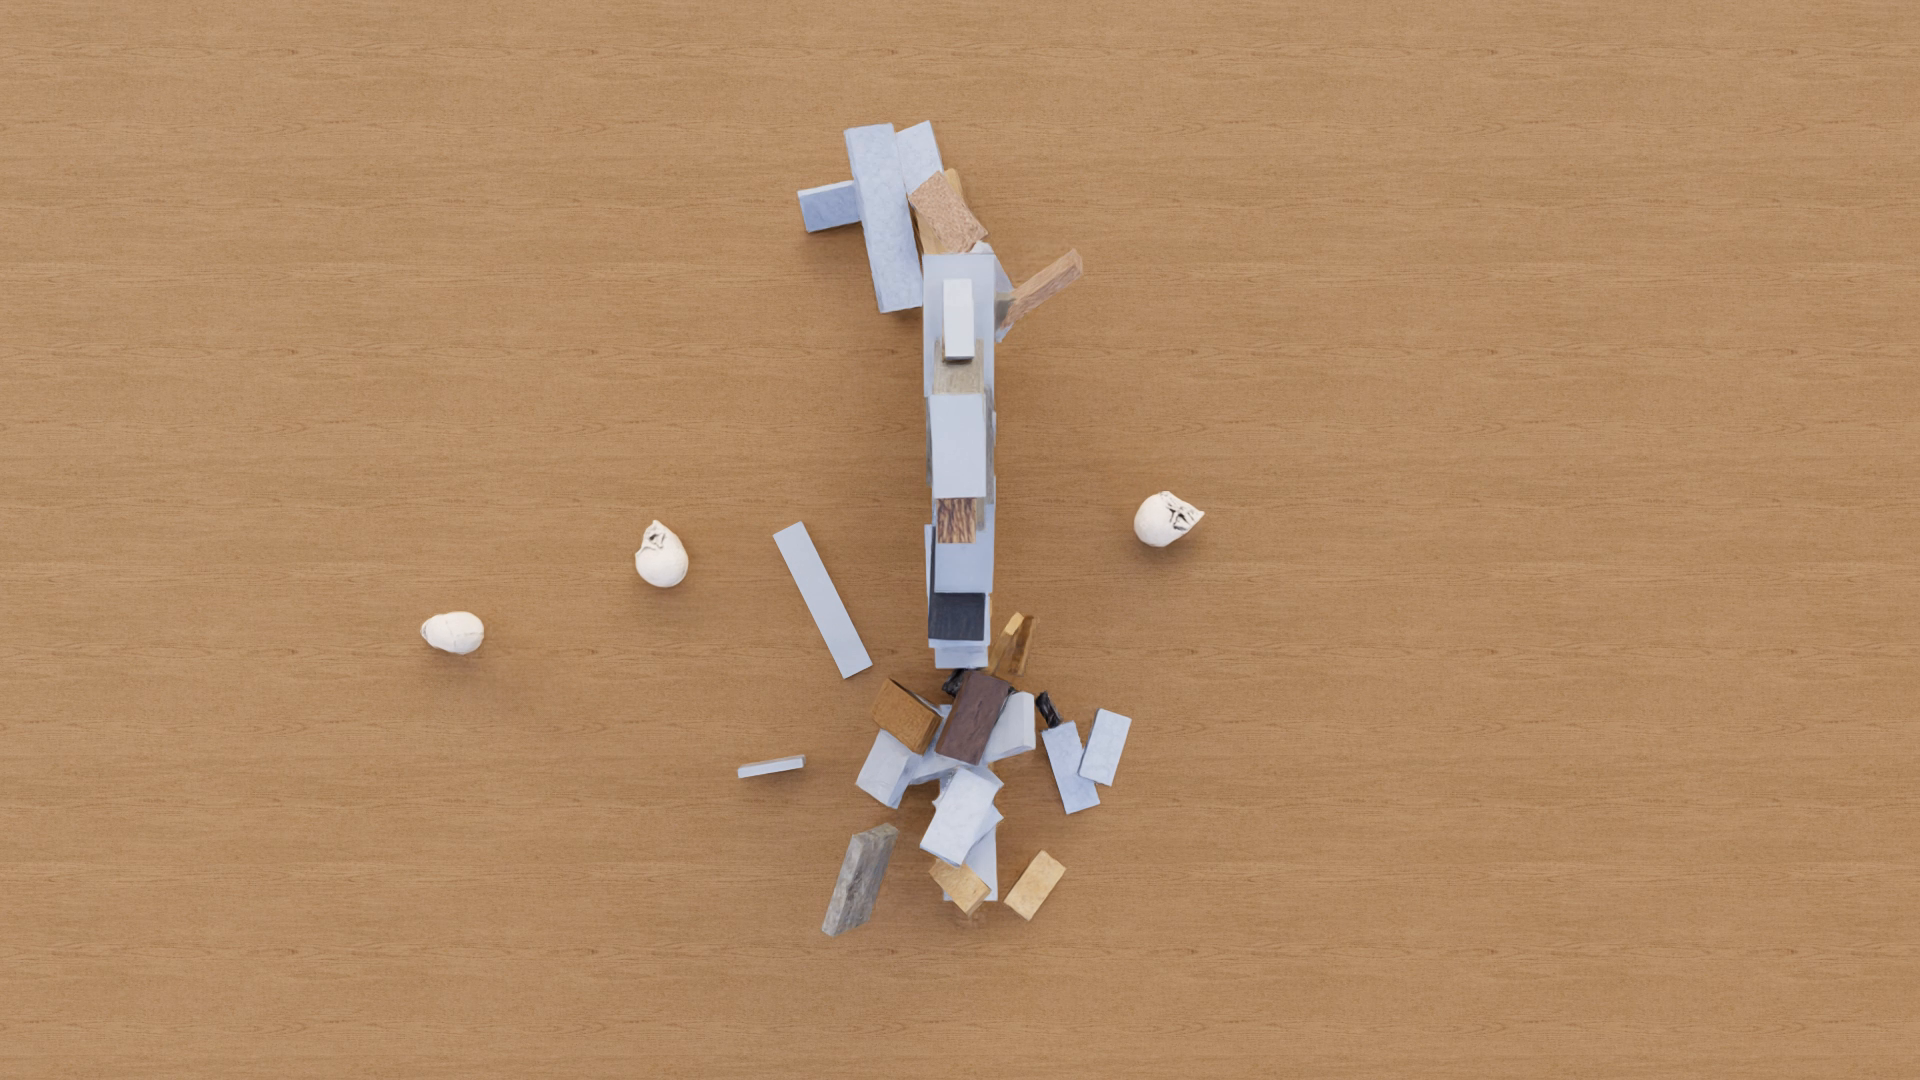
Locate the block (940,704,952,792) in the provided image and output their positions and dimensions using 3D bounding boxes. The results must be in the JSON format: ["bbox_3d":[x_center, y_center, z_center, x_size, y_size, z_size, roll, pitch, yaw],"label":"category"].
[{"bbox_3d":[0.019,0.714,5.432,0.172,0.049,0.345,0,75,0],"label":"block"}]

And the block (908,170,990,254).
[{"bbox_3d":[-0.038,-1.037,5.280,0.132,0.037,0.264,-39,81,14],"label":"block"}]

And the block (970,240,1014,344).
[{"bbox_3d":[0.092,-0.781,5.215,0.043,0.307,0.153,21,68,38],"label":"block"}]

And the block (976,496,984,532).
[{"bbox_3d":[0.014,-0.095,4.127,0.095,0.191,0.027,0,132,0],"label":"block"}]

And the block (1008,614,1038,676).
[{"bbox_3d":[0.203,0.335,5.297,0.016,0.057,0.197,20,82,-29],"label":"block"}]

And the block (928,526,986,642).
[{"bbox_3d":[-0.006,0.117,4.404,0.149,0.042,0.299,2,89,0],"label":"block"}]

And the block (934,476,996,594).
[{"bbox_3d":[0.013,-0.015,4.332,0.153,0.043,0.305,1,101,0],"label":"block"}]

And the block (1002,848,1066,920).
[{"bbox_3d":[0.246,1.142,5.461,0.106,0.030,0.212,38,77,0],"label":"block"}]

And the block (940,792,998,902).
[{"bbox_3d":[0.028,0.986,5.314,0.172,0.049,0.345,-2,77,0],"label":"block"}]

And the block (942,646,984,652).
[{"bbox_3d":[0.007,0.289,4.989,0.130,0.283,0.037,0,73,0],"label":"block"}]

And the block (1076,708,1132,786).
[{"bbox_3d":[0.477,0.685,5.463,0.116,0.033,0.232,19,84,-8],"label":"block"}]

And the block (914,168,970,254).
[{"bbox_3d":[-0.055,-1.036,5.364,0.158,0.045,0.316,-15,76,14],"label":"block"}]

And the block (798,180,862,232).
[{"bbox_3d":[-0.391,-1.110,5.446,0.264,0.037,0.132,-12,126,0],"label":"block"}]

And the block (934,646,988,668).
[{"bbox_3d":[0.001,0.236,5.152,0.162,0.046,0.324,-2,90,0],"label":"block"}]

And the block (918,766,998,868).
[{"bbox_3d":[-0.003,0.863,5.151,0.140,0.040,0.281,27,66,2],"label":"block"}]

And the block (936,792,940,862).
[{"bbox_3d":[0.015,0.927,5.425,0.172,0.049,0.345,1,73,1],"label":"block"}]

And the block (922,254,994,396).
[{"bbox_3d":[-0.003,-0.543,4.174,0.178,0.050,0.356,0,103,1],"label":"block"}]

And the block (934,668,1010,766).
[{"bbox_3d":[0.040,0.552,5.149,0.140,0.040,0.281,20,95,-24],"label":"block"}]

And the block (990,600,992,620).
[{"bbox_3d":[0.005,0.214,4.952,0.176,0.353,0.050,0,85,0],"label":"block"}]

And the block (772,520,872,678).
[{"bbox_3d":[-0.456,0.199,5.485,0.106,0.030,0.533,-26,90,0],"label":"block"}]

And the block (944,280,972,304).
[{"bbox_3d":[-0.007,-0.577,4.097,0.071,0.020,0.141,0,74,1],"label":"block"}]

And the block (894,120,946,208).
[{"bbox_3d":[-0.127,-1.225,5.378,0.132,0.037,0.264,-18,72,13],"label":"block"}]

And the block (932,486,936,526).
[{"bbox_3d":[0.001,-0.185,4.524,0.155,0.044,0.310,0,91,0],"label":"block"}]

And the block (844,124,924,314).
[{"bbox_3d":[-0.239,-1.040,5.340,0.153,0.043,0.590,-14,98,-24],"label":"block"}]

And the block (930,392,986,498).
[{"bbox_3d":[-0.004,-0.224,3.908,0.122,0.035,0.245,-2,104,1],"label":"block"}]

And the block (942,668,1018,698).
[{"bbox_3d":[0.085,0.508,5.444,0.259,0.037,0.130,33,72,8],"label":"block"}]

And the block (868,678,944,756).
[{"bbox_3d":[-0.181,0.575,5.380,0.040,0.281,0.140,25,94,-43],"label":"block"}]

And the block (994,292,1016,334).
[{"bbox_3d":[0.061,-0.608,4.820,0.035,0.124,0.248,40,118,17],"label":"block"}]

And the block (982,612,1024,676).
[{"bbox_3d":[0.135,0.353,5.377,0.033,0.116,0.232,30,126,7],"label":"block"}]

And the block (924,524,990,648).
[{"bbox_3d":[-0.007,0.129,4.750,0.176,0.050,0.353,-2,89,0],"label":"block"}]

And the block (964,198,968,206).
[{"bbox_3d":[-0.033,-0.952,5.397,0.158,0.045,0.316,-11,80,15],"label":"block"}]

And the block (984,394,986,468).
[{"bbox_3d":[0.002,-0.266,4.039,0.122,0.245,0.035,-1,132,1],"label":"block"}]

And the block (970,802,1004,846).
[{"bbox_3d":[0.023,0.904,5.197,0.211,0.030,0.105,-40,87,-15],"label":"block"}]

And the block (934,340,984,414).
[{"bbox_3d":[-0.003,-0.390,4.037,0.122,0.304,0.035,0,131,1],"label":"block"}]

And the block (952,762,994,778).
[{"bbox_3d":[0.041,0.759,5.338,0.130,0.037,0.259,1,59,2],"label":"block"}]

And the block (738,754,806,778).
[{"bbox_3d":[-0.620,0.746,5.447,0.212,0.106,0.030,-10,90,0],"label":"block"}]

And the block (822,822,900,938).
[{"bbox_3d":[-0.315,1.077,5.228,0.050,0.177,0.354,30,112,30],"label":"block"}]

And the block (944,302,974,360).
[{"bbox_3d":[-0.002,-0.514,4.058,0.071,0.020,0.141,-2,74,0],"label":"block"}]

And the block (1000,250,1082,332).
[{"bbox_3d":[0.240,-0.773,5.097,0.307,0.153,0.043,-33,111,19],"label":"block"}]

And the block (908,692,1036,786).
[{"bbox_3d":[0.026,0.640,5.289,0.513,0.050,0.177,-23,56,37],"label":"block"}]

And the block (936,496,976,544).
[{"bbox_3d":[-0.008,-0.087,4.014,0.095,0.027,0.191,0,104,-1],"label":"block"}]

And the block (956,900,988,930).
[{"bbox_3d":[0.033,1.188,5.465,0.098,0.028,0.196,-5,100,2],"label":"block"}]

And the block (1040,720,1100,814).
[{"bbox_3d":[0.367,0.755,5.484,0.116,0.033,0.288,-17,90,0],"label":"block"}]

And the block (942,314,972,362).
[{"bbox_3d":[-0.008,-0.504,4.098,0.071,0.020,0.141,0,56,1],"label":"block"}]

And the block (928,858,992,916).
[{"bbox_3d":[-0.001,1.075,5.193,0.105,0.030,0.211,-46,47,-4],"label":"block"}]

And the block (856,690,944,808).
[{"bbox_3d":[-0.201,0.682,5.418,0.050,0.177,0.354,25,90,-43],"label":"block"}]

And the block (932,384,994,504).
[{"bbox_3d":[0.008,-0.242,4.204,0.153,0.043,0.305,-1,112,1],"label":"block"}]

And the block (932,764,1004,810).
[{"bbox_3d":[0.026,0.812,5.262,0.211,0.030,0.105,-38,71,-15],"label":"block"}]

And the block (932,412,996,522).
[{"bbox_3d":[0.011,-0.192,4.359,0.153,0.043,0.305,2,117,-2],"label":"block"}]

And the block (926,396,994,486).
[{"bbox_3d":[-0.001,-0.299,4.372,0.178,0.050,0.356,0,128,0],"label":"block"}]

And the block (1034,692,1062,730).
[{"bbox_3d":[0.292,0.563,5.450,0.113,0.016,0.057,58,135,25],"label":"block"}]
